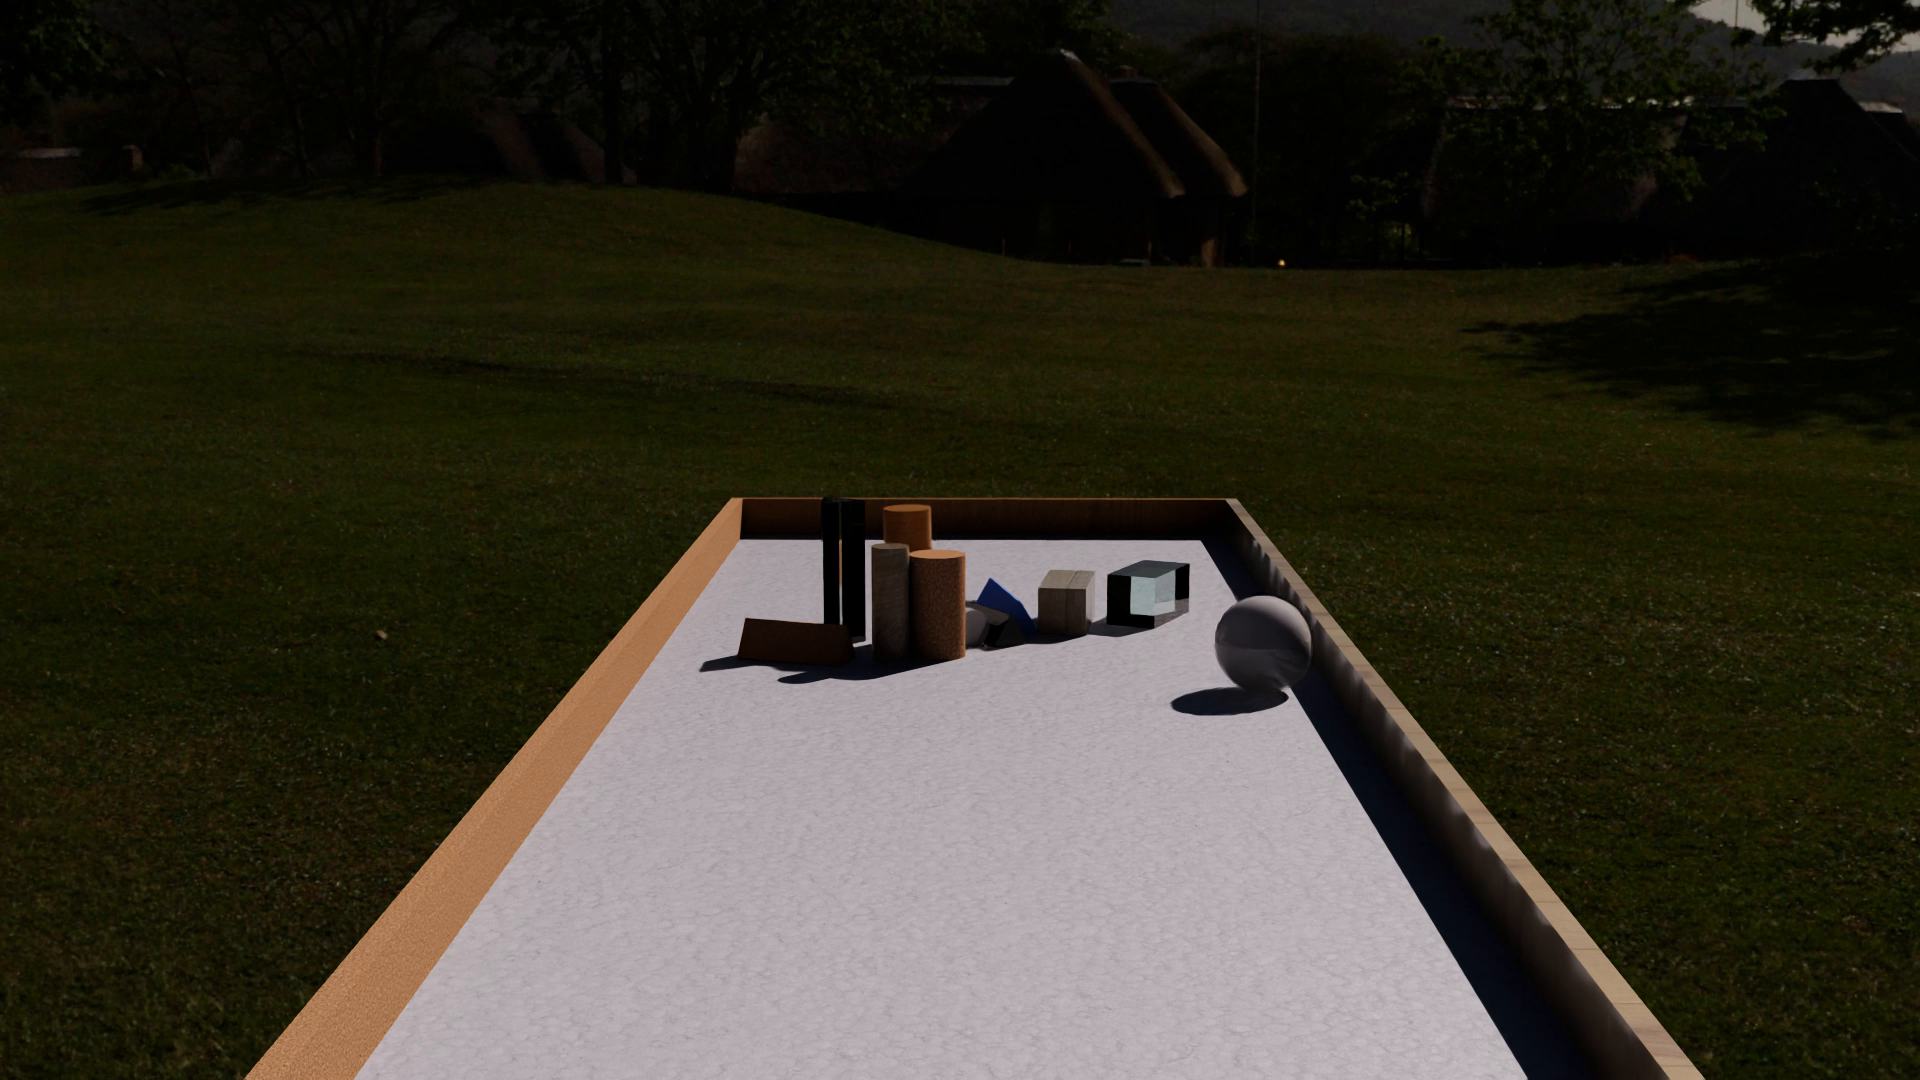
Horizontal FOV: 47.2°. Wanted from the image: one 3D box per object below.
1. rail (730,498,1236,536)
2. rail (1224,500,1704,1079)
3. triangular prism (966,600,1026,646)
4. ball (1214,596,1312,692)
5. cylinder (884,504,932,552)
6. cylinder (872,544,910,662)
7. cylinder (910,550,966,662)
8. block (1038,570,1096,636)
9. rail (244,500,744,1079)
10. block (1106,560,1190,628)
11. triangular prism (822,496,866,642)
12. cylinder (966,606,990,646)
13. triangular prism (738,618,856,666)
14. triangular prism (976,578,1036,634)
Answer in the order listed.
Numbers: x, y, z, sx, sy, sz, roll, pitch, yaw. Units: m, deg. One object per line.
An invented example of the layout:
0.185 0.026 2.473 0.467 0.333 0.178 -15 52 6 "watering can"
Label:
0.099 -0.098 9.147 2.100 0.150 0.050 0 9 1 "rail"
1.046 0.843 3.208 0.050 0.150 12.000 0 9 1 "rail"
0.067 0.257 7.057 0.114 0.099 0.372 -5 10 -30 "triangular prism"
0.862 0.295 6.261 0.277 0.277 0.277 0 9 0 "ball"
-0.161 0.111 6.930 0.151 0.429 0.151 -1 9 0 "cylinder"
-0.211 0.190 6.696 0.116 0.348 0.116 0 9 0 "cylinder"
-0.070 0.199 6.746 0.173 0.316 0.173 0 9 0 "cylinder"
0.353 0.205 7.227 0.154 0.154 0.348 1 9 8 "block"
-1.004 0.839 3.234 0.050 0.150 12.000 0 9 1 "rail"
0.631 0.179 7.346 0.168 0.168 0.325 4 10 26 "block"
-0.397 0.095 6.969 0.151 0.452 0.131 -5 10 -30 "triangular prism"
-0.052 0.253 7.038 0.118 0.118 0.361 -5 11 -31 "cylinder"
-0.499 0.304 6.705 0.337 0.114 0.132 3 10 20 "triangular prism"
0.148 0.214 7.292 0.125 0.108 0.443 -2 9 -11 "triangular prism"
